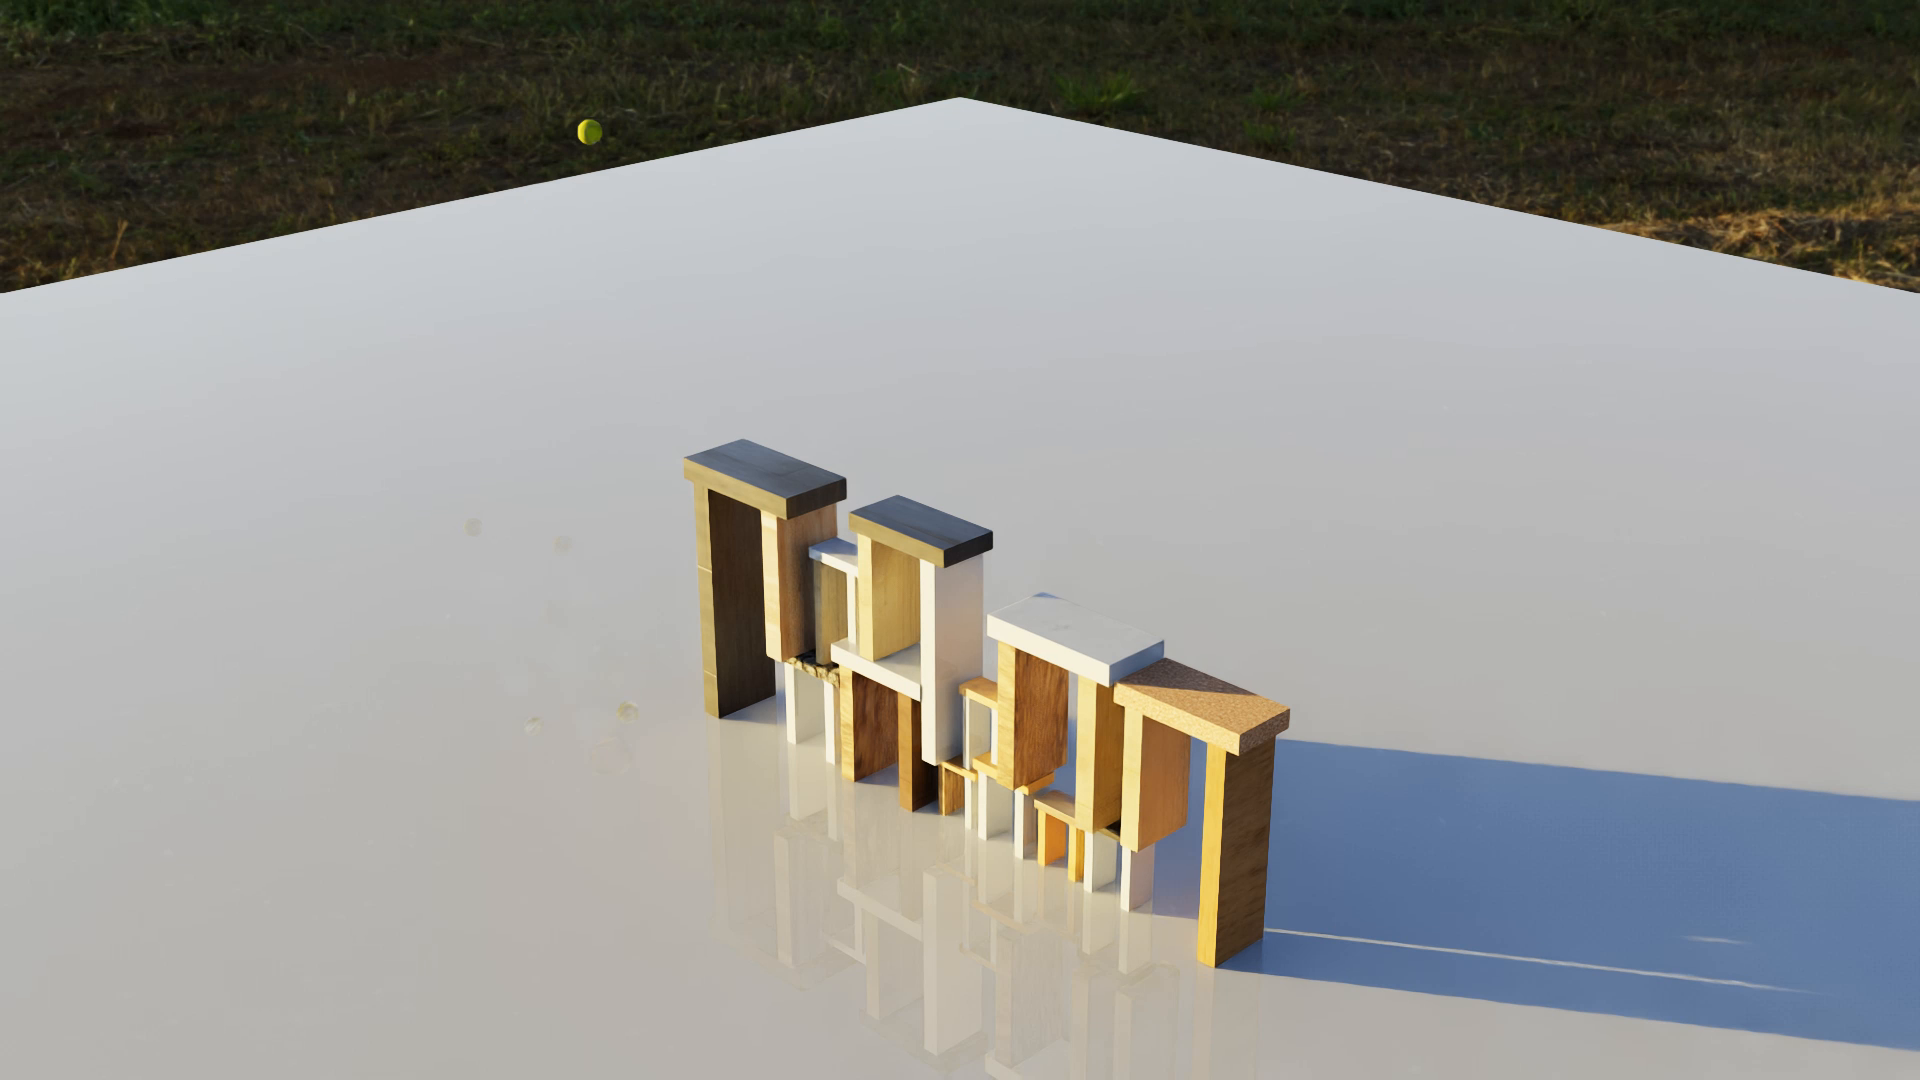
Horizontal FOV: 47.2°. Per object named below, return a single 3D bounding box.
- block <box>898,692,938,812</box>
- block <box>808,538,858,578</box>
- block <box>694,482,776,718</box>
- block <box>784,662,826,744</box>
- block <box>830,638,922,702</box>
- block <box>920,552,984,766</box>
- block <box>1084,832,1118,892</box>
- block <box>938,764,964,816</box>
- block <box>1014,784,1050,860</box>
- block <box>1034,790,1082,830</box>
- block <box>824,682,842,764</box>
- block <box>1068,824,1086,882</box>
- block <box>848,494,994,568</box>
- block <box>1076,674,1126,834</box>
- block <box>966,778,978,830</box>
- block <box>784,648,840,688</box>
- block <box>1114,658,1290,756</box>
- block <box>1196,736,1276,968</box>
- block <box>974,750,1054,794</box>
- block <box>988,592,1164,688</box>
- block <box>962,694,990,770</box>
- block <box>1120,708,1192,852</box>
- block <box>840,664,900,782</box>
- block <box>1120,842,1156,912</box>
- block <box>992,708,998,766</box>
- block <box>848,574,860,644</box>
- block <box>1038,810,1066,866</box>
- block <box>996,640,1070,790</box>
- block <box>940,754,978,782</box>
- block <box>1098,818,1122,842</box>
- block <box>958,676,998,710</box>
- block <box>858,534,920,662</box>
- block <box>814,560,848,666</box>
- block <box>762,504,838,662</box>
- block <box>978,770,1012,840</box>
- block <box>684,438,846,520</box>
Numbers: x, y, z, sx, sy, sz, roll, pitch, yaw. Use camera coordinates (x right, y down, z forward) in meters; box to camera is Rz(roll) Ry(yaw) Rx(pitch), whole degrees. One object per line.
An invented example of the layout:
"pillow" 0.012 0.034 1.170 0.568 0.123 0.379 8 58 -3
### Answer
"block" -0.064 0.409 4.463 0.037 0.261 0.131 21 31 41
"block" -0.230 0.035 4.496 0.153 0.022 0.076 21 31 40
"block" -0.488 0.112 4.797 0.047 0.546 0.166 21 31 41
"block" -0.329 0.337 4.727 0.094 0.188 0.027 -21 31 -41
"block" -0.126 0.248 4.461 0.130 0.037 0.261 -21 31 -41
"block" -0.015 0.225 4.341 0.038 0.437 0.134 21 31 41
"block" 0.268 0.594 4.181 0.070 0.140 0.020 -21 31 -41
"block" -0.017 0.496 4.447 0.016 0.113 0.057 21 31 41
"block" 0.141 0.541 4.294 0.021 0.149 0.075 21 31 40
"block" 0.207 0.516 4.217 0.120 0.017 0.060 21 31 41
"block" -0.240 0.371 4.645 0.027 0.188 0.094 21 31 41
"block" 0.235 0.590 4.218 0.017 0.120 0.060 21 31 41
"block" -0.078 -0.019 4.307 0.134 0.038 0.268 -21 31 -40
"block" 0.283 0.373 4.071 0.152 0.315 0.043 -21 31 -40
"block" 0.036 0.517 4.398 0.016 0.113 0.057 21 31 41
"block" -0.285 0.255 4.644 0.094 0.027 0.188 -21 31 -41
"block" 0.426 0.291 3.889 0.142 0.040 0.283 -21 31 -40
"block" 0.492 0.540 3.921 0.040 0.443 0.142 21 31 41
"block" 0.105 0.449 4.293 0.075 0.021 0.149 -21 31 -40
"block" 0.212 0.180 4.067 0.152 0.043 0.303 -21 31 -40
"block" 0.033 0.371 4.348 0.017 0.161 0.060 21 31 41
"block" 0.359 0.414 4.014 0.040 0.283 0.142 21 31 41
"block" -0.187 0.361 4.576 0.037 0.261 0.131 21 31 41
"block" 0.334 0.620 4.121 0.020 0.139 0.070 21 31 41
"block" 0.089 0.374 4.288 0.060 0.120 0.017 -21 31 -40
"block" -0.194 0.130 4.497 0.076 0.153 0.022 -21 31 -41
"block" 0.179 0.568 4.270 0.017 0.120 0.060 21 31 41
"block" 0.140 0.312 4.200 0.152 0.303 0.043 -21 31 -41
"block" 0.009 0.447 4.397 0.113 0.016 0.057 21 31 41
"block" 0.301 0.534 4.119 0.139 0.020 0.070 21 31 41
"block" 0.061 0.301 4.287 0.060 0.017 0.120 -21 31 -40
"block" -0.141 0.097 4.425 0.134 0.268 0.038 -21 31 -41
"block" -0.267 0.140 4.578 0.022 0.236 0.076 21 31 41
"block" -0.332 0.075 4.611 0.166 0.331 0.047 -21 31 -41
"block" 0.071 0.514 4.359 0.021 0.149 0.075 21 31 41
"block" -0.410 -0.130 4.609 0.331 0.047 0.166 21 31 40
